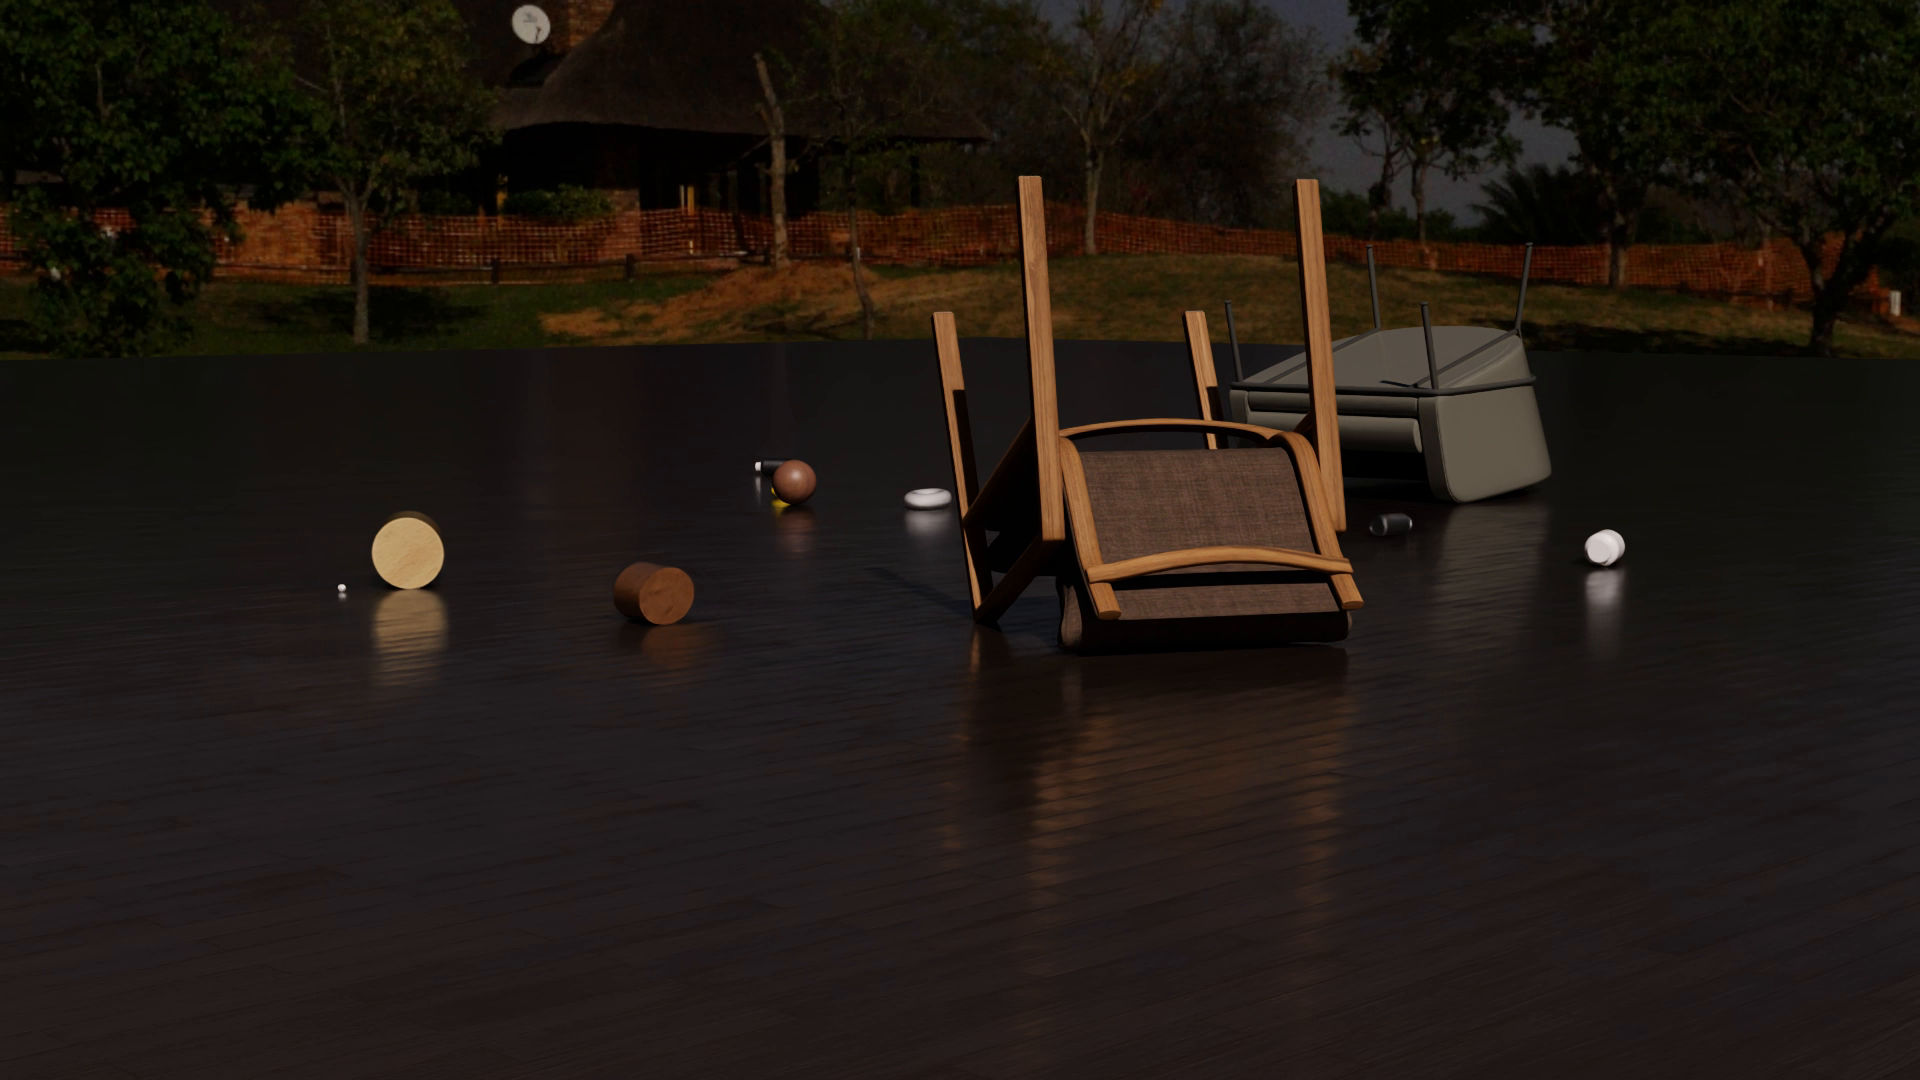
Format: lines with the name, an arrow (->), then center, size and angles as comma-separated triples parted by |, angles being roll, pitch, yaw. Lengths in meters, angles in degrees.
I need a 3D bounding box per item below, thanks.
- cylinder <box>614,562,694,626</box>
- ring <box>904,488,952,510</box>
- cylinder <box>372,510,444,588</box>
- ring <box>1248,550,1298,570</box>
cylinder -> -0.585, 0.101, 4.897 | 0.119, 0.108, 0.113 | -32, 21, -26
ring -> -0.092, -0.115, 7.306 | 0.133, 0.047, 0.309 | 0, 5, 8
cylinder -> -1.178, 0.020, 5.486 | 0.147, 0.153, 0.170 | -29, 10, -7
ring -> 0.705, 0.046, 5.781 | 0.110, 0.038, 0.113 | -1, 7, 2
